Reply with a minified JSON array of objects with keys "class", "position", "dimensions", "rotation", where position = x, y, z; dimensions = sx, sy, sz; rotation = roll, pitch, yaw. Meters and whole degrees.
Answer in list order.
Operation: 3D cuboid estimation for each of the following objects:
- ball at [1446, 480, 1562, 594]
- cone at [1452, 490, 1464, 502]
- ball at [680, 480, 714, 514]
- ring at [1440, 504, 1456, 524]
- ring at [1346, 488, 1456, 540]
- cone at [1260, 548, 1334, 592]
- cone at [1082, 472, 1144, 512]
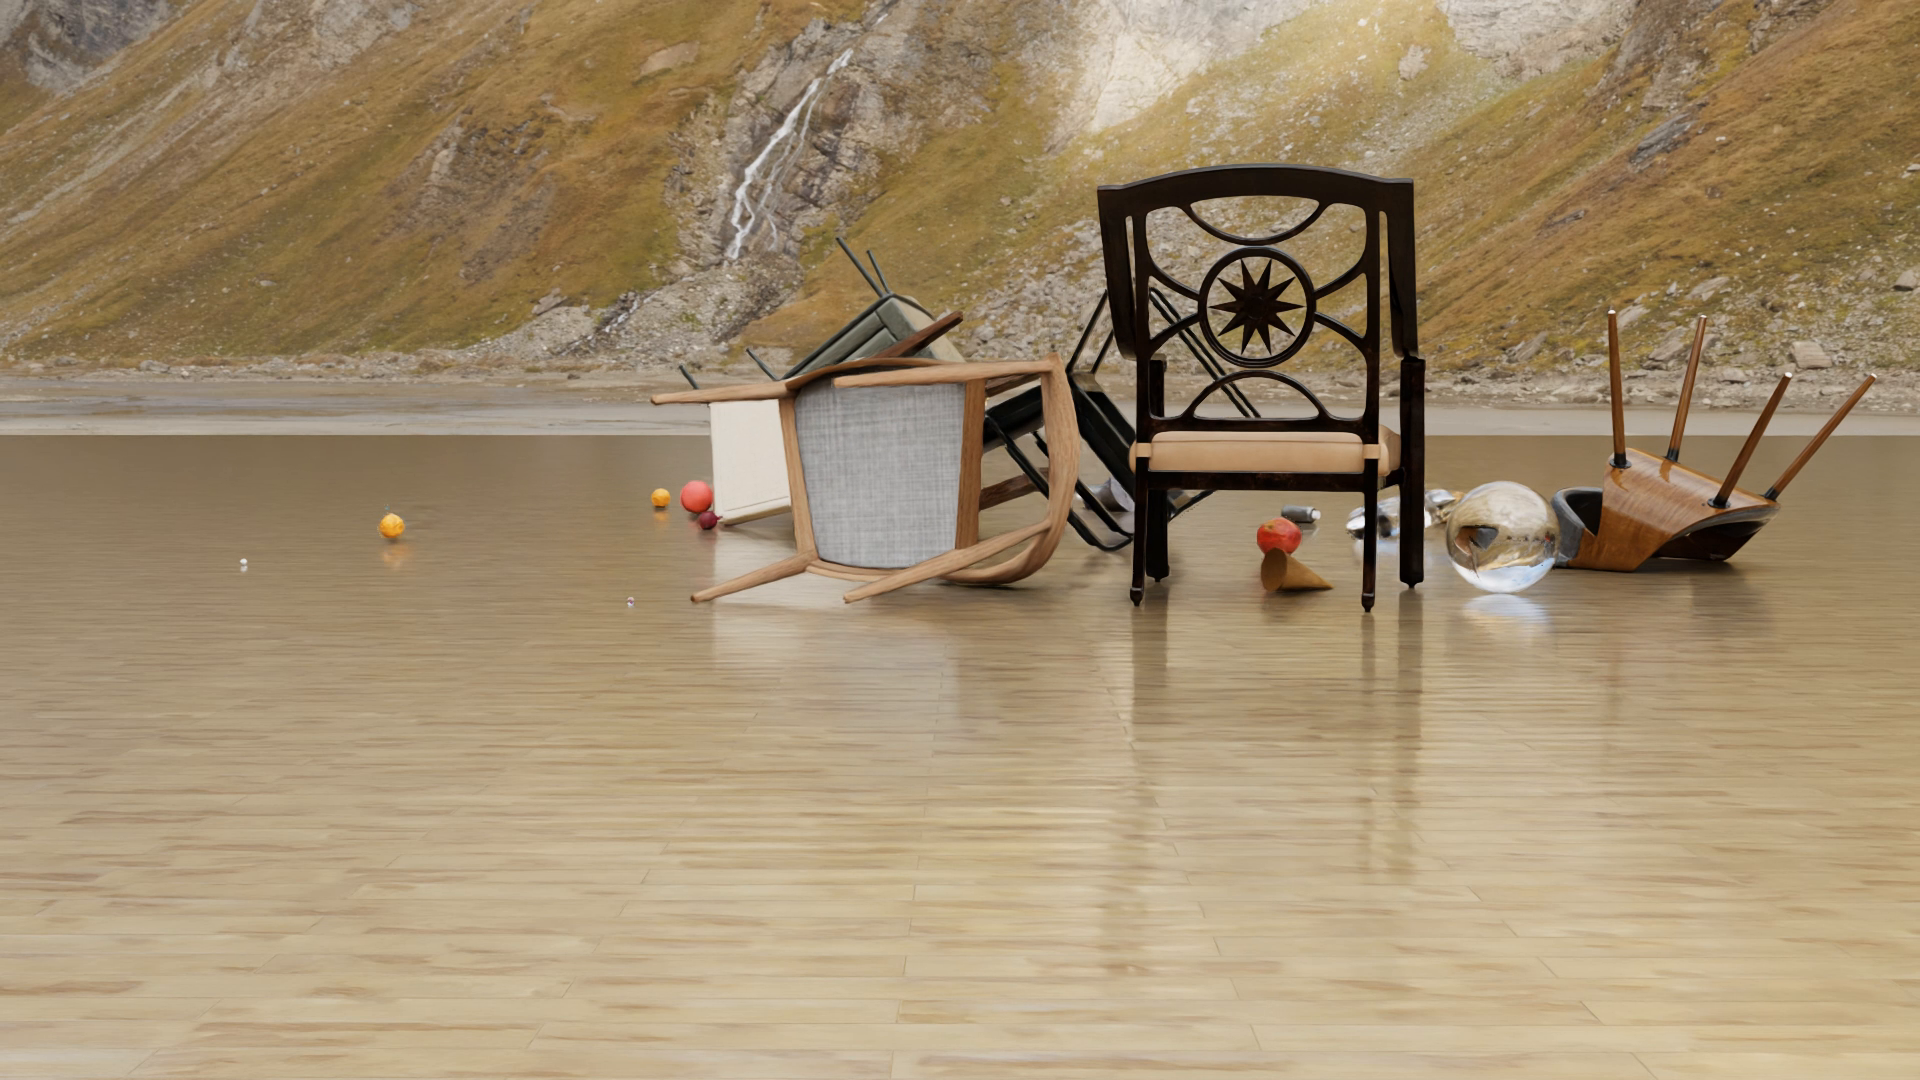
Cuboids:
[{"class":"ball","position":[1.192,-0.006,4.827],"dimensions":[0.248,0.248,0.248],"rotation":[0,4,0]},{"class":"cone","position":[1.876,-0.141,8.373],"dimensions":[0.077,0.065,0.092],"rotation":[8,28,42]},{"class":"ball","position":[-0.951,-0.156,7.948],"dimensions":[0.118,0.118,0.118],"rotation":[0,4,0]},{"class":"ring","position":[1.650,-0.088,7.365],"dimensions":[0.111,0.064,0.200],"rotation":[-3,5,-10]},{"class":"ring","position":[1.315,-0.077,6.556],"dimensions":[0.381,0.101,0.299],"rotation":[-14,1,-43]},{"class":"cone","position":[0.772,0.087,4.924],"dimensions":[0.182,0.103,0.089],"rotation":[16,-34,-30]},{"class":"cone","position":[0.534,-0.147,8.152],"dimensions":[0.209,0.155,0.207],"rotation":[-23,-20,35]}]
